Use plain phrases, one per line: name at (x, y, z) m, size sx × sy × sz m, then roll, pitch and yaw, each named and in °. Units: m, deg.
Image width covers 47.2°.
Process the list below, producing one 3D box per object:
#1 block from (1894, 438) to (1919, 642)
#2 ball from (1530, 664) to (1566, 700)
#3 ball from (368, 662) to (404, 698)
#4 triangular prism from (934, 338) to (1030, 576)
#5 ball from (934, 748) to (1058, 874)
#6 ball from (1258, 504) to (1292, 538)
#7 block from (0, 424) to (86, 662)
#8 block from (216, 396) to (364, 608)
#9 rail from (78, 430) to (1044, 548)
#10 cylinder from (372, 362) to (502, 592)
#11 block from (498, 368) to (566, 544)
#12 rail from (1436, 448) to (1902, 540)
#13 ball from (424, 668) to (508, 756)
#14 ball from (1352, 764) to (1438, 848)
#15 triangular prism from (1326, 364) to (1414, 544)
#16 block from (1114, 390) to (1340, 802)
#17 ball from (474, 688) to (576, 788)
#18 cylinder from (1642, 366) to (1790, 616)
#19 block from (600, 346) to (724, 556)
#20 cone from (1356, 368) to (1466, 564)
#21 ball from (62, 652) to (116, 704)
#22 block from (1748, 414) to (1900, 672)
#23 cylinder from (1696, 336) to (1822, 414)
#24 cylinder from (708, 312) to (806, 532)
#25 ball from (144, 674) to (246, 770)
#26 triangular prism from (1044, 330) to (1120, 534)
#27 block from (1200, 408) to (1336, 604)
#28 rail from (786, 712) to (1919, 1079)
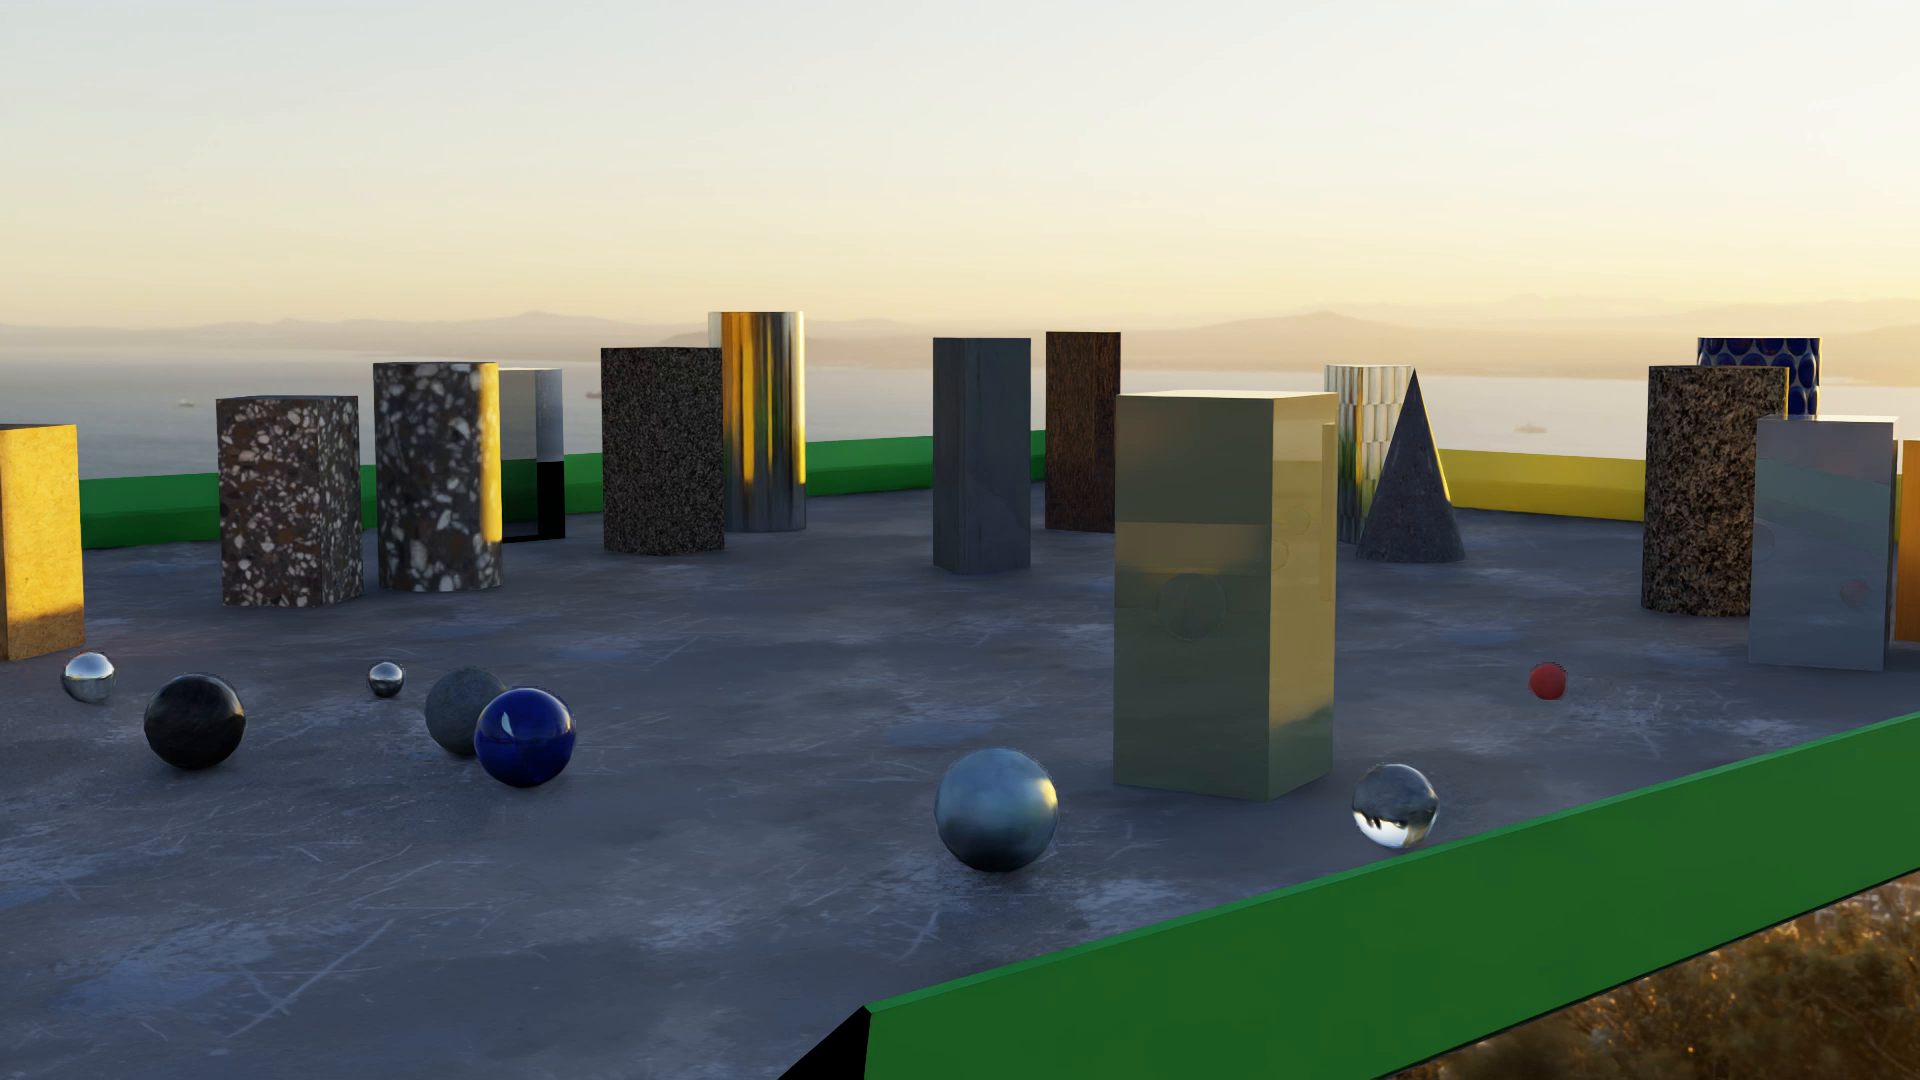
block at (1.379, -0.001, 2.983) m, size 0.158 × 0.271 × 0.158 m, roll 5°, pitch 8°, yaw 38°
ball at (0.673, 0.163, 2.518) m, size 0.041 × 0.041 × 0.041 m, roll 0°, pitch 6°, yaw 0°
ball at (-0.661, 0.161, 2.534) m, size 0.041 × 0.041 × 0.041 m, roll 0°, pitch 6°, yaw 0°
triangular prism at (0.009, -0.150, 3.799) m, size 0.148 × 0.397 × 0.171 m, roll 6°, pitch 8°, yaw 44°
ball at (0.029, 0.215, 1.747) m, size 0.099 × 0.099 × 0.099 m, roll 0°, pitch 6°, yaw 0°
ball at (0.619, -0.039, 4.326) m, size 0.067 × 0.067 × 0.067 m, roll 0°, pitch 6°, yaw 0°
block at (-1.266, -0.001, 2.870) m, size 0.158 × 0.294 × 0.158 m, roll 1°, pitch 6°, yaw 13°
block at (-1.028, -0.063, 3.382) m, size 0.158 × 0.312 × 0.158 m, roll 1°, pitch 6°, yaw 7°
rail at (-1.131, -0.094, 4.551) m, size 3.929 × 0.128 × 0.045 m, roll -5°, pitch 8°, yaw -42°
cylinder at (-0.847, -0.107, 3.572) m, size 0.197 × 0.360 × 0.197 m, roll 0°, pitch 6°, yaw 0°
block at (-0.885, -0.168, 4.296) m, size 0.158 × 0.331 × 0.158 m, roll -6°, pitch 8°, yaw -44°
rail at (1.426, -0.103, 4.641) m, size 0.045 × 0.128 × 3.382 m, roll -5°, pitch 8°, yaw -42°
ball at (-0.493, 0.173, 2.207) m, size 0.087 × 0.087 × 0.087 m, roll 0°, pitch 6°, yaw 0°
ball at (0.361, 0.221, 1.826) m, size 0.070 × 0.070 × 0.070 m, roll 0°, pitch 6°, yaw 0°
triangular prism at (0.768, -0.170, 4.279) m, size 0.171 × 0.338 × 0.148 m, roll -6°, pitch 8°, yaw -43°
block at (0.253, 0.045, 2.087) m, size 0.158 × 0.366 × 0.158 m, roll 4°, pitch 7°, yaw 31°
ball at (-0.407, 0.185, 2.058) m, size 0.093 × 0.093 × 0.093 m, roll 0°, pitch 6°, yaw 0°
cylinder at (1.126, -0.078, 3.283) m, size 0.197 × 0.361 × 0.197 m, roll 0°, pitch 6°, yaw 0°
block at (-0.551, -0.168, 4.081) m, size 0.158 × 0.376 × 0.158 m, roll 5°, pitch 8°, yaw 40°
cone at (0.817, -0.141, 3.968) m, size 0.197 × 0.344 × 0.197 m, roll 0°, pitch 6°, yaw 0°
ball at (-0.989, 0.157, 2.499) m, size 0.057 × 0.057 × 0.057 m, roll 0°, pitch 6°, yaw 0°
block at (1.104, -0.002, 2.809) m, size 0.158 × 0.308 × 0.158 m, roll 3°, pitch 7°, yaw 25°
cylinder at (1.335, -0.140, 3.692) m, size 0.197 × 0.400 × 0.197 m, roll 0°, pitch 6°, yaw 0°
cylinder at (-0.414, -0.245, 4.495) m, size 0.197 × 0.442 × 0.197 m, roll 0°, pitch 6°, yaw 0°
ball at (-0.744, 0.177, 2.137) m, size 0.093 × 0.093 × 0.093 m, roll 0°, pitch 6°, yaw 0°
triangular prism at (0.286, -0.224, 4.491) m, size 0.171 × 0.402 × 0.148 m, roll 4°, pitch 7°, yaw 35°
block at (0.482, -0.056, 3.430) m, size 0.158 × 0.288 × 0.158 m, roll 4°, pitch 7°, yaw 31°
rail at (1.131, 0.161, 2.113) m, size 3.929 × 0.128 × 0.045 m, roll -5°, pitch 8°, yaw -42°
